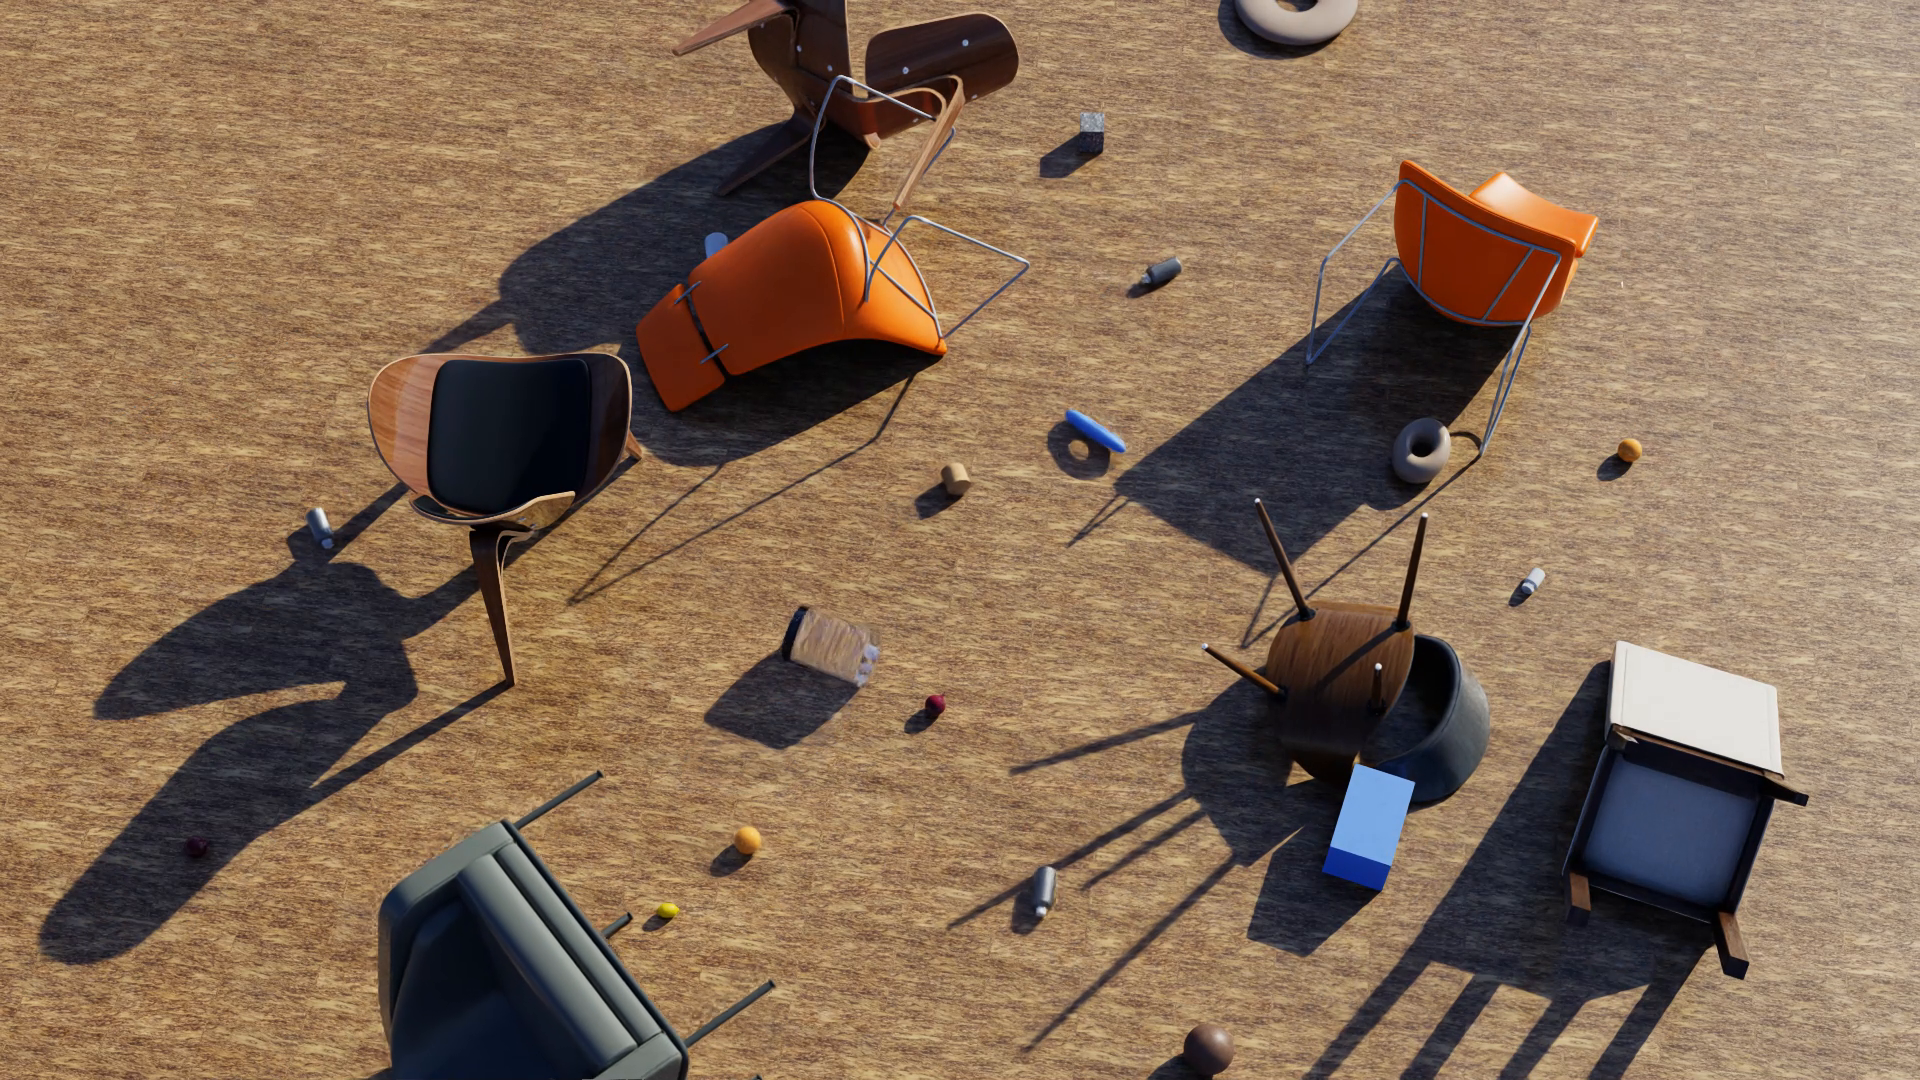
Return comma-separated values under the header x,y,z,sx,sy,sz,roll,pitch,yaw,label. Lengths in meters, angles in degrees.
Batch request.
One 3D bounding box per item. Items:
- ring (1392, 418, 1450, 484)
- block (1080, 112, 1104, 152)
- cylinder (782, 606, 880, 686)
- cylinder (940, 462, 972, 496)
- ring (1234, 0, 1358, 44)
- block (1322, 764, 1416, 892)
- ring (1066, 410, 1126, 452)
x,y,z,sx,sy,sz,roll,pitch,yaw,label
1.407,-0.273,6.706,0.170,0.087,0.242,21,58,15,ring
0.446,-1.378,7.440,0.080,0.098,0.088,2,56,1,block
-0.366,0.302,6.265,0.230,0.178,0.169,19,79,12,cylinder
-0.012,-0.185,6.653,0.073,0.078,0.067,-38,54,24,cylinder
1.196,-1.927,7.828,0.436,0.066,0.466,29,61,17,ring
1.107,0.778,5.957,0.166,0.158,0.265,17,58,11,block
0.418,-0.335,6.753,0.242,0.086,0.039,36,102,29,ring
